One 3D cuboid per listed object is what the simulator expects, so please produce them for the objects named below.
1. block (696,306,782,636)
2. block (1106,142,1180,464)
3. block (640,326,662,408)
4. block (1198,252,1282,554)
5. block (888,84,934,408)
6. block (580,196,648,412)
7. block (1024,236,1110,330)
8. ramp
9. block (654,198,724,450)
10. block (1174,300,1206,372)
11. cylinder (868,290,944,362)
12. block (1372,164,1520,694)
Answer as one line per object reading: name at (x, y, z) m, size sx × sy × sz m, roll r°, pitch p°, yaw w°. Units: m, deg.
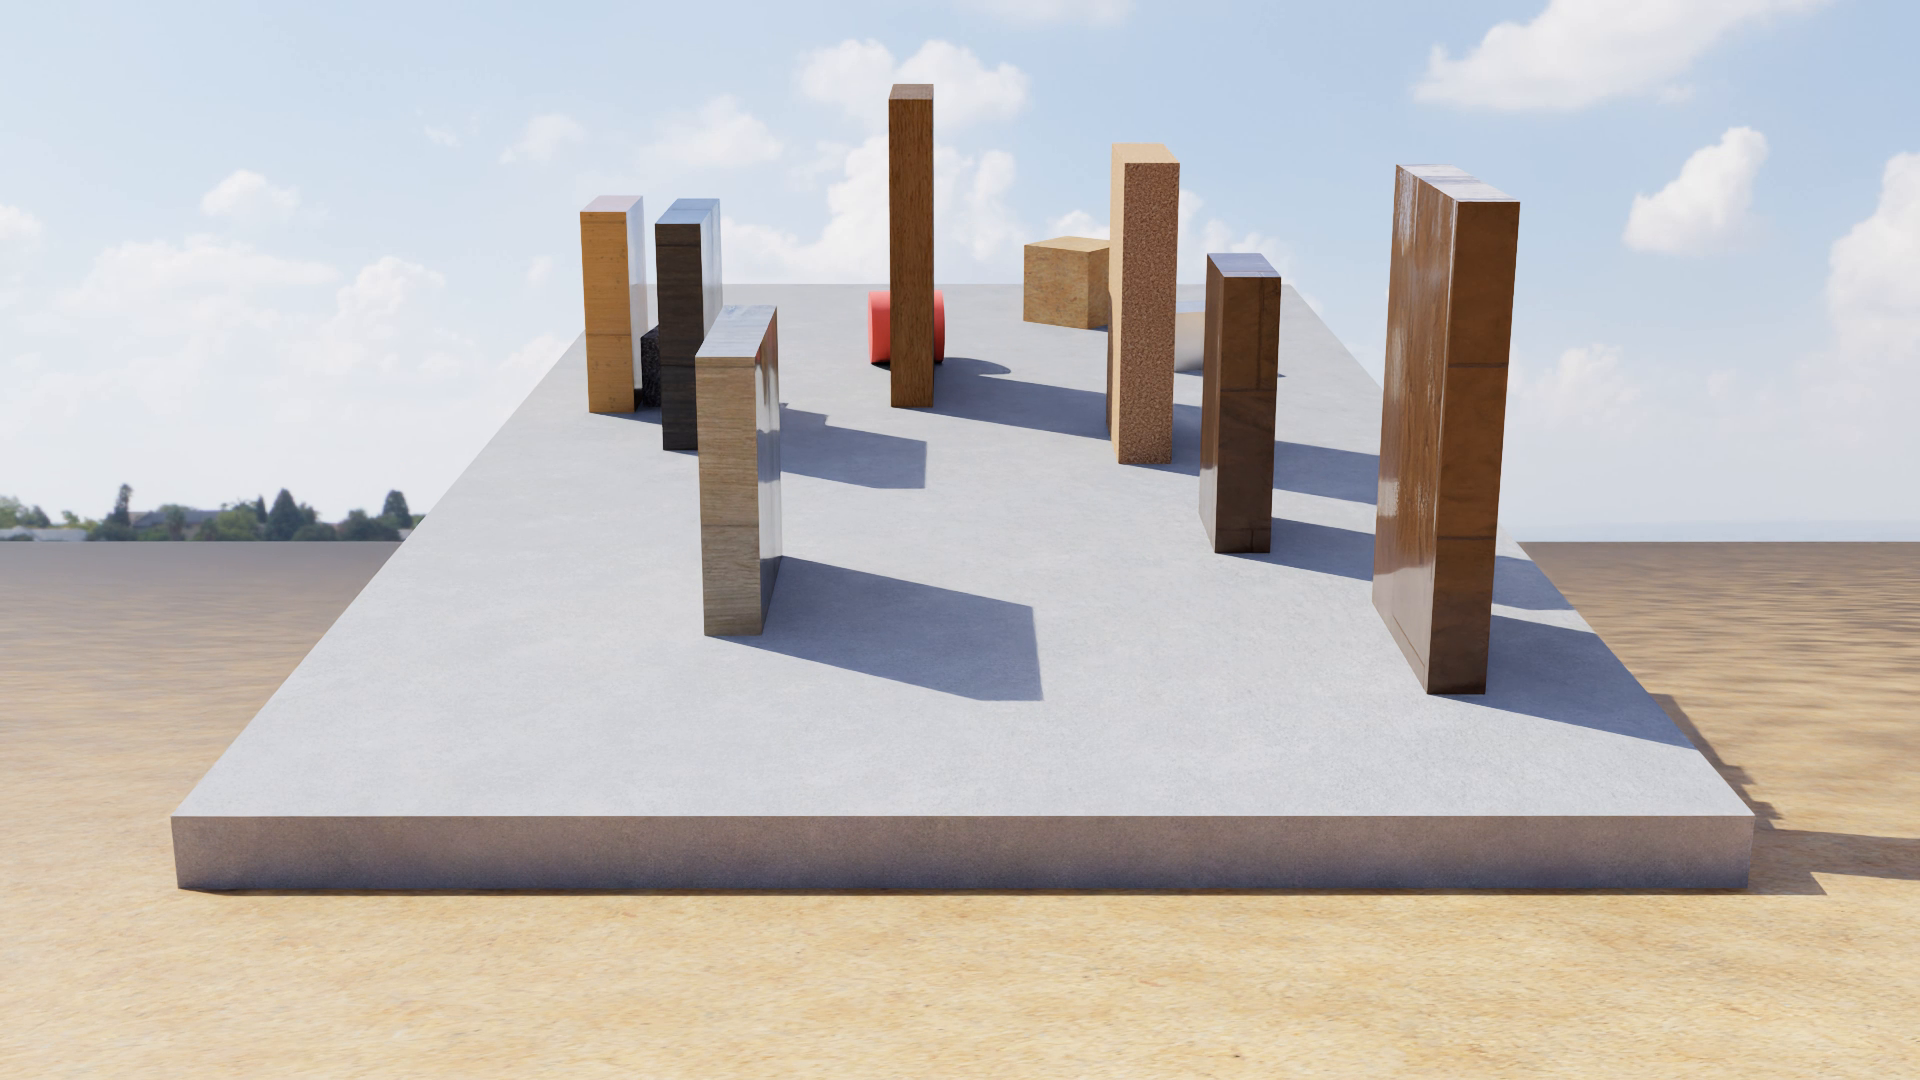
block at (-0.357, -0.125, 3.618) m, size 0.090 × 0.445 × 0.442 m, roll 0°, pitch 16°, yaw 0°
block at (0.378, -0.501, 4.616) m, size 0.109 × 0.611 × 0.372 m, roll 0°, pitch 16°, yaw 0°
block at (-0.633, -0.399, 5.071) m, size 0.159 × 0.159 × 0.159 m, roll 2°, pitch 16°, yaw 7°
block at (0.499, -0.249, 3.965) m, size 0.098 × 0.492 × 0.264 m, roll 0°, pitch 16°, yaw 0°
block at (-0.110, -0.692, 5.130) m, size 0.096 × 0.689 × 0.423 m, roll 0°, pitch 16°, yaw 0°
block at (-0.783, -0.541, 5.037) m, size 0.102 × 0.451 × 0.278 m, roll 0°, pitch 16°, yaw 0°
block at (0.320, -0.705, 6.037) m, size 0.210 × 0.210 × 0.210 m, roll 12°, pitch 20°, yaw 35°
ramp at (-0.002, -0.162, 4.723) m, size 2.000 × 0.100 × 4.000 m, roll 0°, pitch 16°, yaw 0°
block at (-0.576, -0.471, 4.752) m, size 0.093 × 0.475 × 0.393 m, roll 0°, pitch 16°, yaw 0°
block at (0.560, -0.504, 5.461) m, size 0.146 × 0.146 × 0.146 m, roll -5°, pitch 17°, yaw -16°
cylinder at (-0.135, -0.531, 5.492) m, size 0.178 × 0.178 × 0.178 m, roll -2°, pitch 0°, yaw -6°
block at (0.721, -0.180, 3.327) m, size 0.085 × 0.715 × 0.441 m, roll 0°, pitch 16°, yaw 0°
